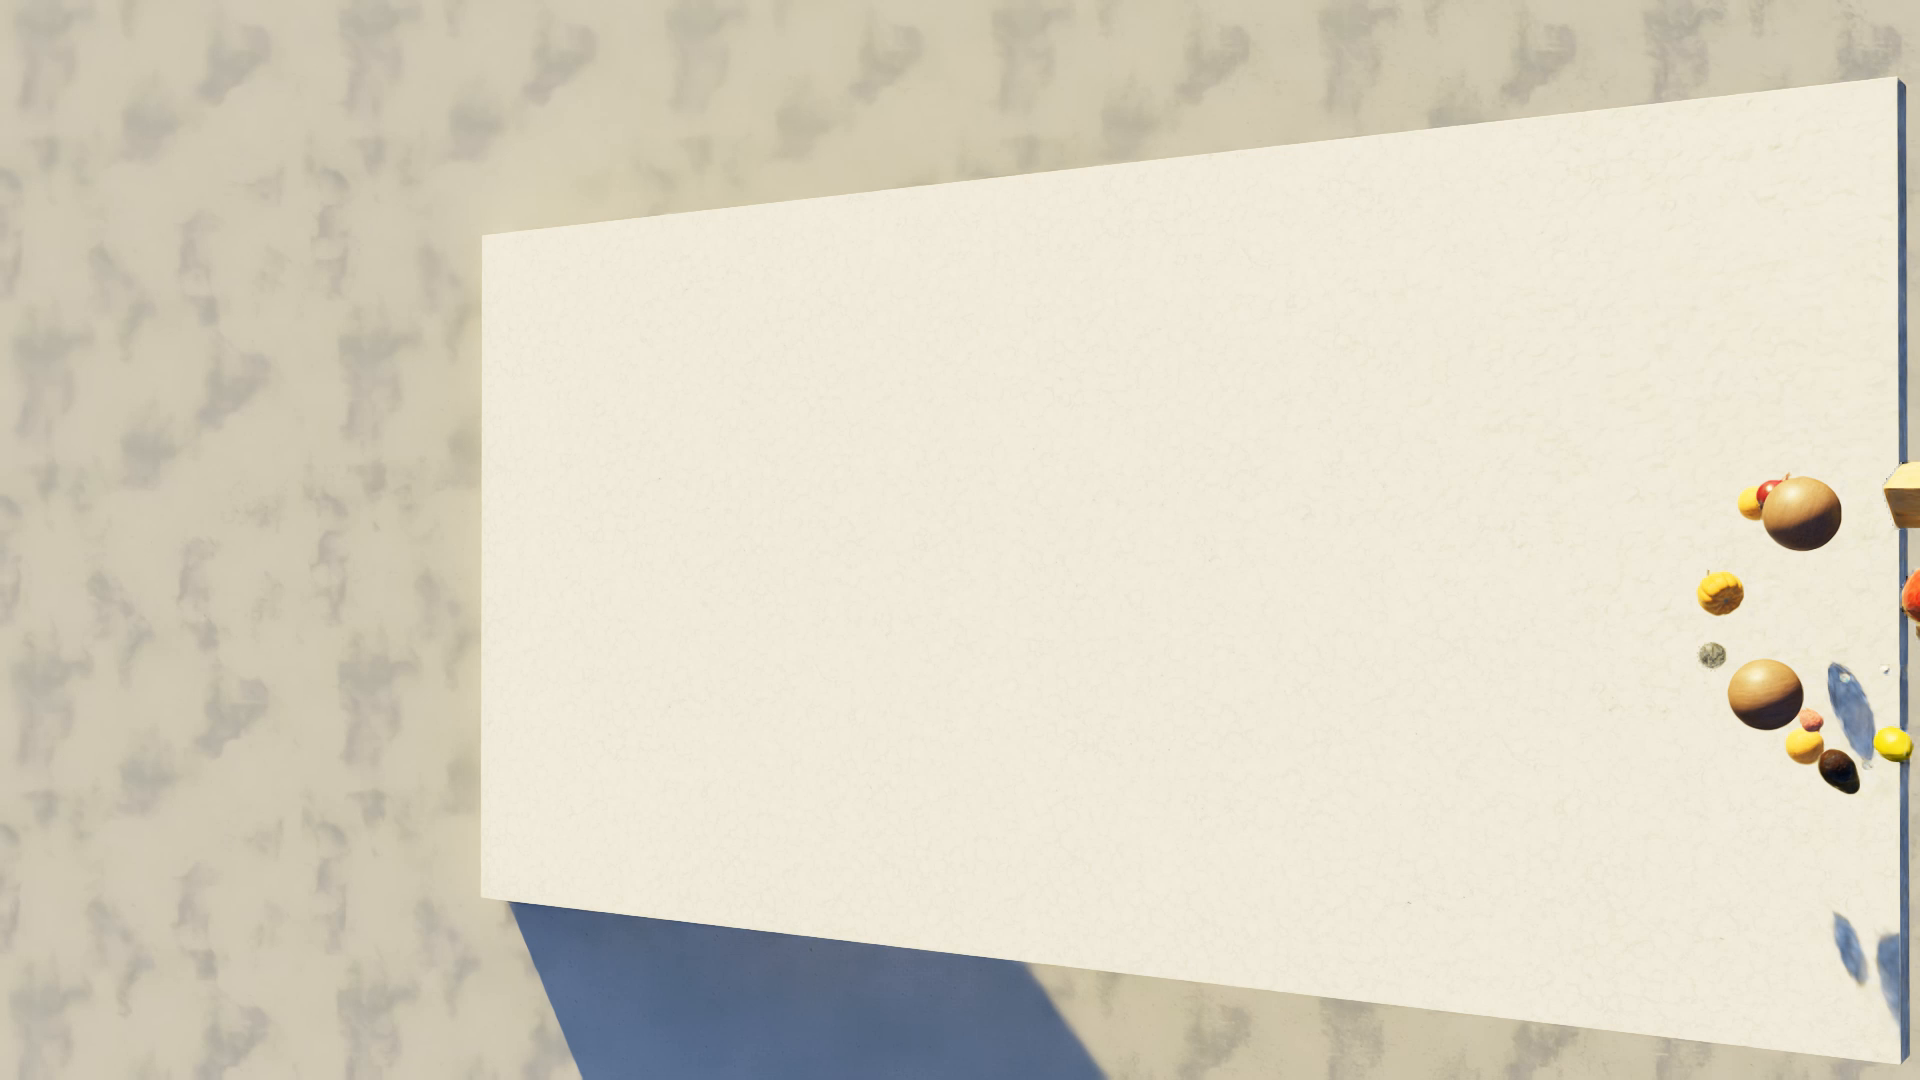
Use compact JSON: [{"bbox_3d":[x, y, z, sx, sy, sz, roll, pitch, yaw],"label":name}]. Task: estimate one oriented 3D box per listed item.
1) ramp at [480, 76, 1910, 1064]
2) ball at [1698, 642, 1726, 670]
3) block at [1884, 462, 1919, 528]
[{"bbox_3d":[0.255,0.070,5.589,4.000,0.100,2.000,0,89,33],"label":"ramp"},{"bbox_3d":[1.512,0.232,4.418,0.054,0.054,0.054,0,90,0],"label":"ball"},{"bbox_3d":[1.666,-0.078,3.808,0.082,0.082,0.082,-40,114,-32],"label":"block"}]
